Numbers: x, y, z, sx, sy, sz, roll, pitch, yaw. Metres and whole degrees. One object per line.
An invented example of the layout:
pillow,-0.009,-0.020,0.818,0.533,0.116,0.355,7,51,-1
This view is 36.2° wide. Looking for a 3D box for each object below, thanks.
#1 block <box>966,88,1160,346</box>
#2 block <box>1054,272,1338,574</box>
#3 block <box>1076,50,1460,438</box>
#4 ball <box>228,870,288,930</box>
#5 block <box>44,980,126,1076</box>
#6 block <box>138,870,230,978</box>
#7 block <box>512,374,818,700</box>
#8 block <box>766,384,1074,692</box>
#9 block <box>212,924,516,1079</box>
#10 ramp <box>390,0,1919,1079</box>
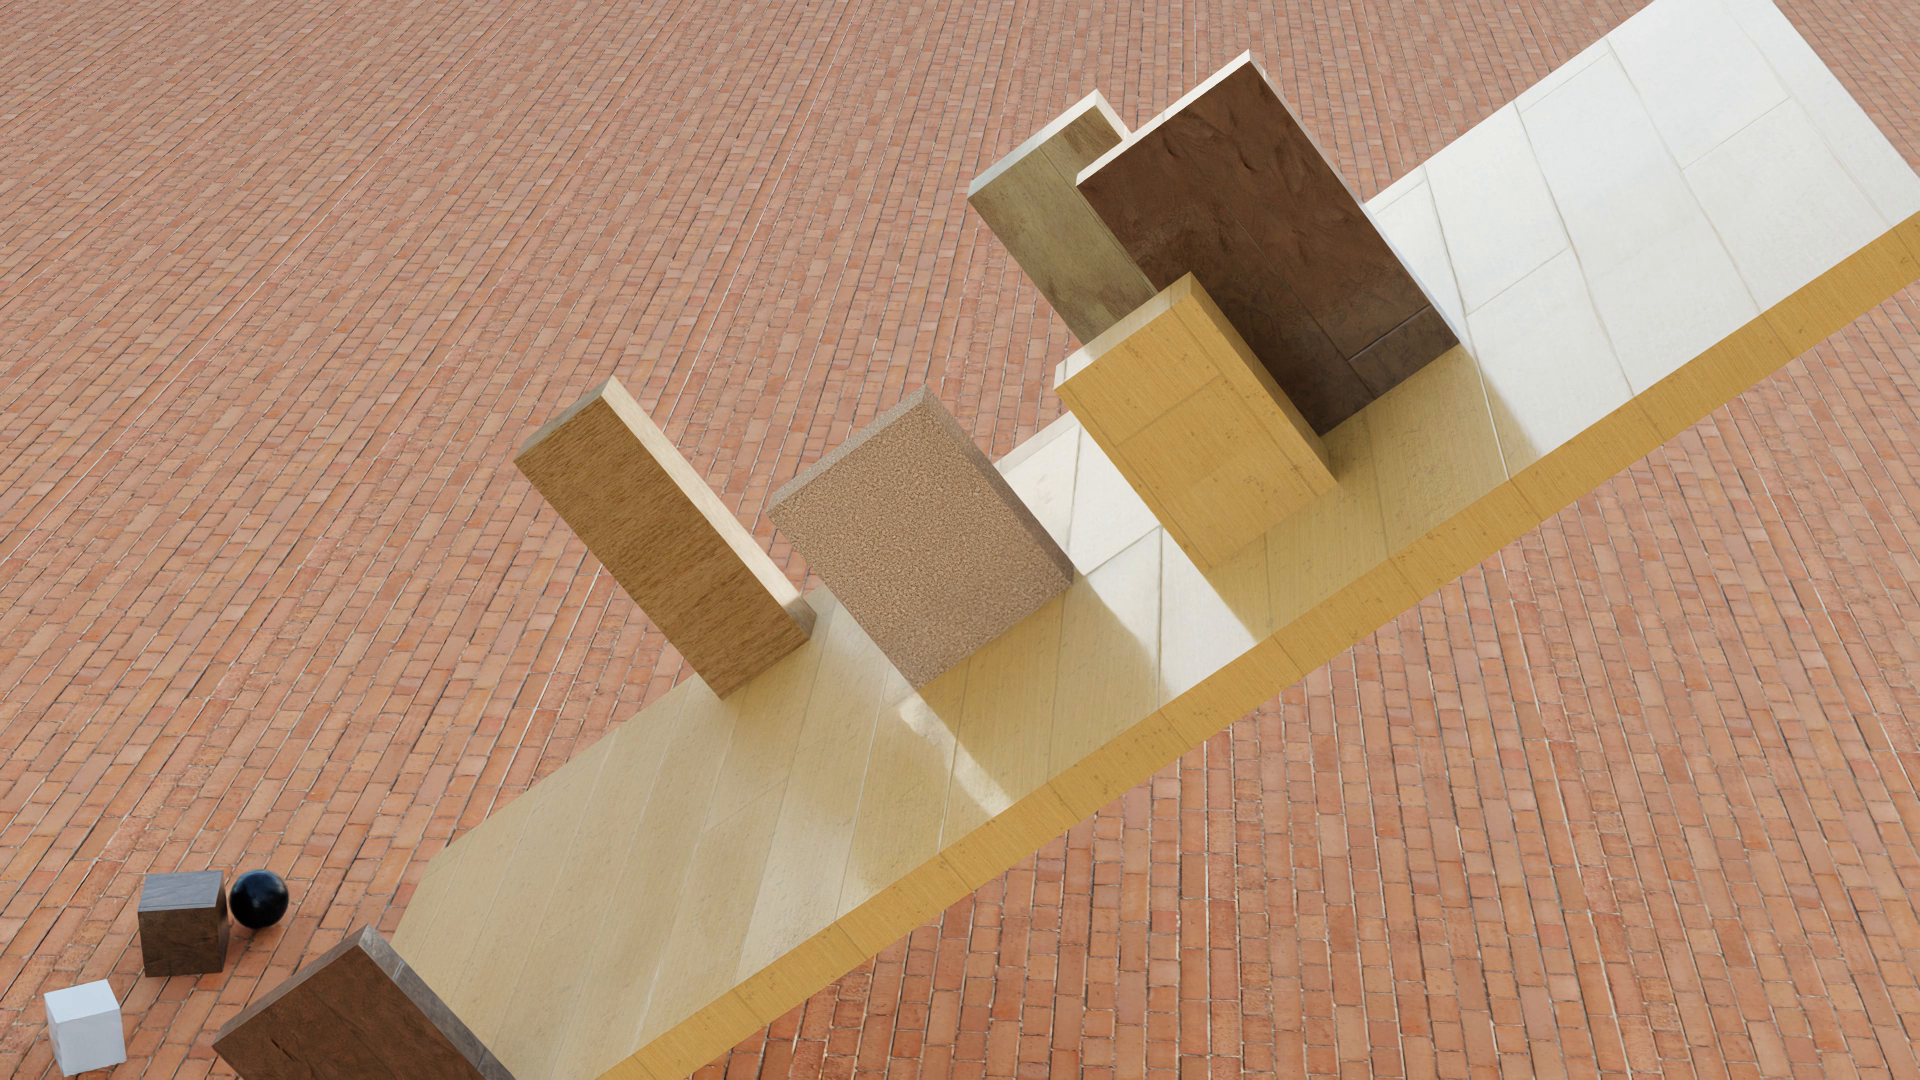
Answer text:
block,0.372,-0.577,6.345,0.341,0.714,0.131,-35,16,17
block,0.452,-0.222,5.630,0.320,0.472,0.136,-35,16,17
block,0.605,-0.552,5.762,0.412,0.703,0.086,-35,16,17
ball,-1.816,0.932,7.618,0.152,0.152,0.152,0,23,0
block,-2.100,1.170,7.060,0.148,0.148,0.148,-11,25,-25
block,-1.970,0.973,7.471,0.191,0.191,0.191,-3,23,-7
block,-0.705,-0.001,7.099,0.279,0.780,0.148,-35,16,17
block,-0.082,-0.001,6.173,0.417,0.509,0.109,-35,16,17
block,-1.185,1.050,5.878,0.402,0.460,0.082,-35,16,17
ramp,0.126,0.181,6.328,4.000,0.100,2.000,-35,16,17
